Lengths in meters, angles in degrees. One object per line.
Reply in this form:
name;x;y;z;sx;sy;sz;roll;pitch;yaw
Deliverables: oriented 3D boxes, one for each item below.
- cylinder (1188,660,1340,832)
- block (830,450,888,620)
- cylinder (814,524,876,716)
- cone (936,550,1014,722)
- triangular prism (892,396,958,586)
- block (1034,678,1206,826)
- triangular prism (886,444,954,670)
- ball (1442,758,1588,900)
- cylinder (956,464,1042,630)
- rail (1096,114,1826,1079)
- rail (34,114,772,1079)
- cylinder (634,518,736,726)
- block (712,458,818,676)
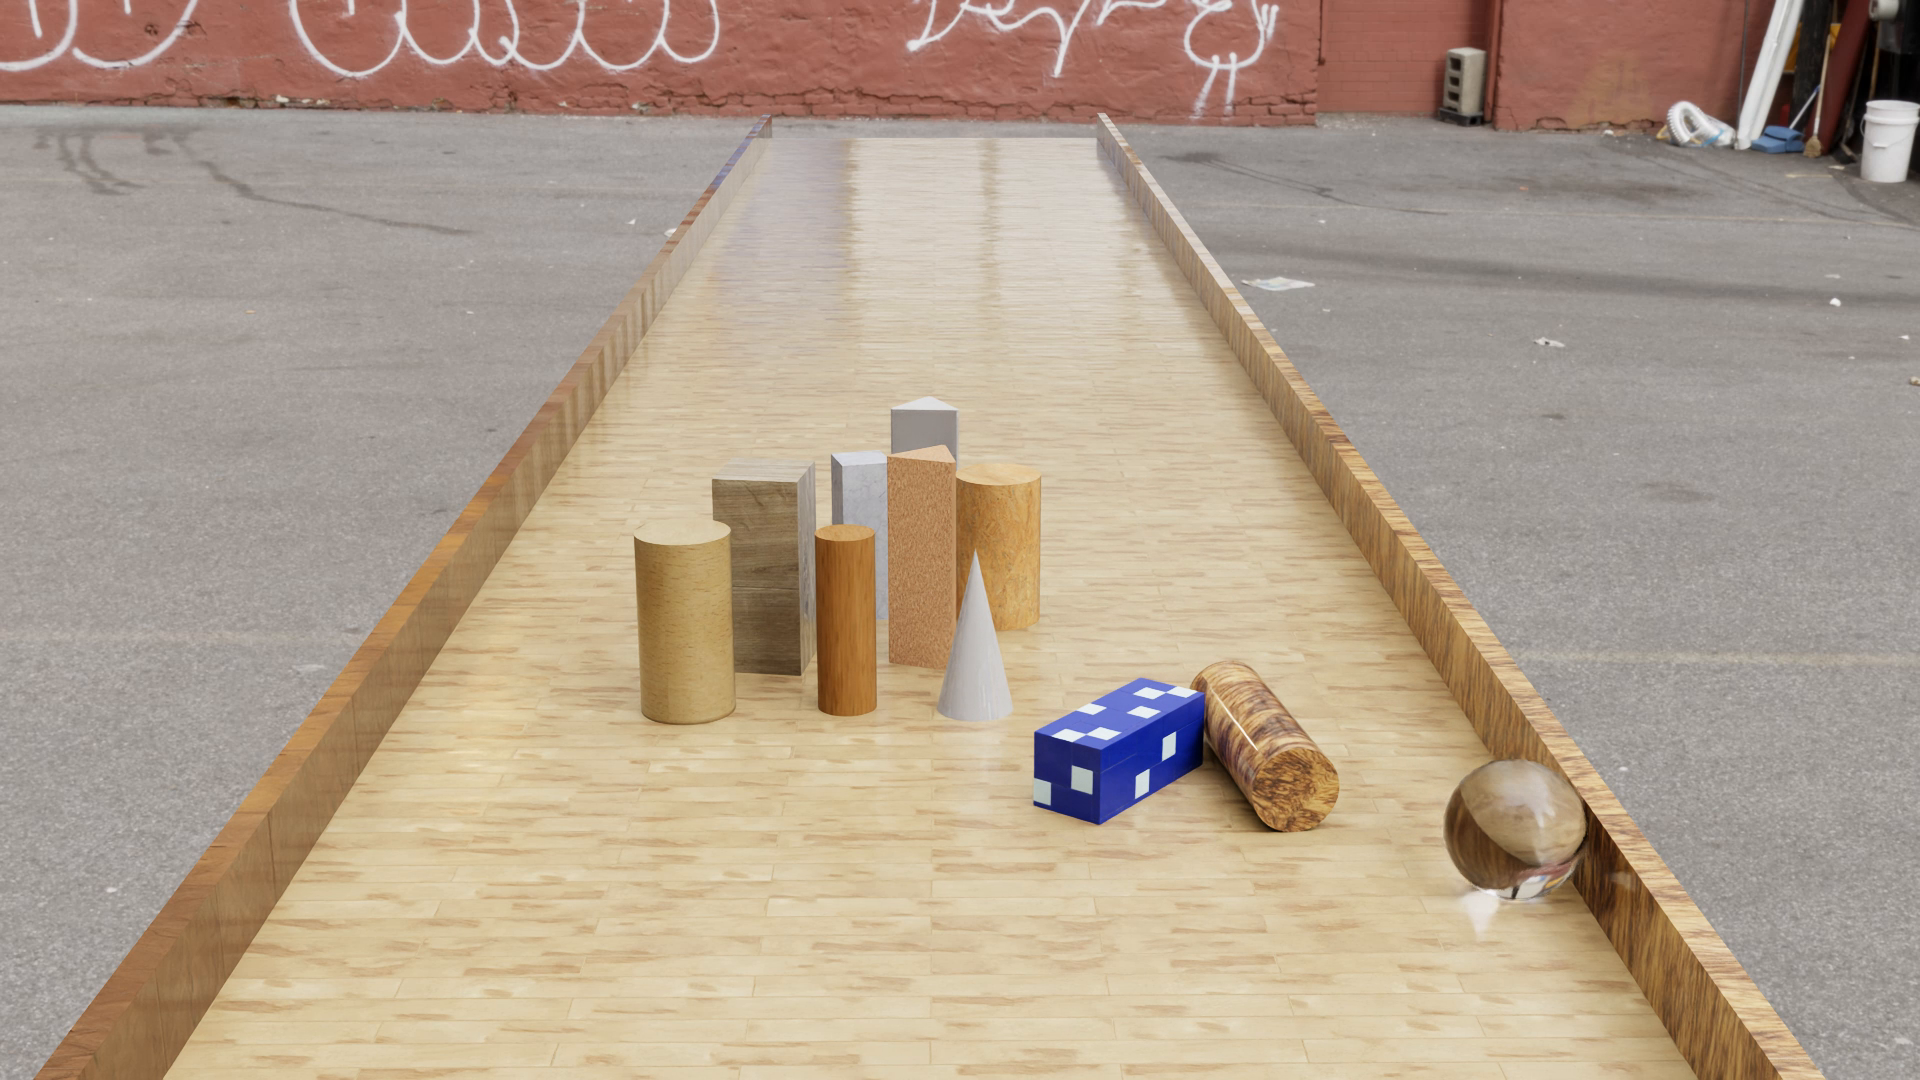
cylinder;0.516;0.349;3.795;0.148;0.148;0.429;-3;17;-8
block;-0.207;-0.008;4.652;0.106;0.343;0.106;-5;17;-15
cylinder;-0.213;0.150;4.121;0.112;0.342;0.112;0;17;0
cone;0.029;0.166;4.115;0.145;0.316;0.145;0;17;0
triangular prism;-0.072;-0.109;4.889;0.146;0.402;0.126;1;17;4
block;0.277;0.359;3.785;0.134;0.134;0.329;12;20;35
triangular prism;-0.054;0.032;4.373;0.141;0.426;0.122;6;18;21
ball;0.848;0.442;3.363;0.215;0.215;0.215;0;17;0
cylinder;0.079;0.013;4.631;0.180;0.315;0.180;0;17;0
rail;0.932;-0.844;7.801;0.050;0.150;12.000;0;17;-1
rail;-1.118;-0.838;7.780;0.050;0.150;12.000;0;17;-1
cylinder;-0.513;0.151;4.108;0.178;0.348;0.178;0;17;0
block;-0.383;0.051;4.362;0.168;0.395;0.168;2;17;8
